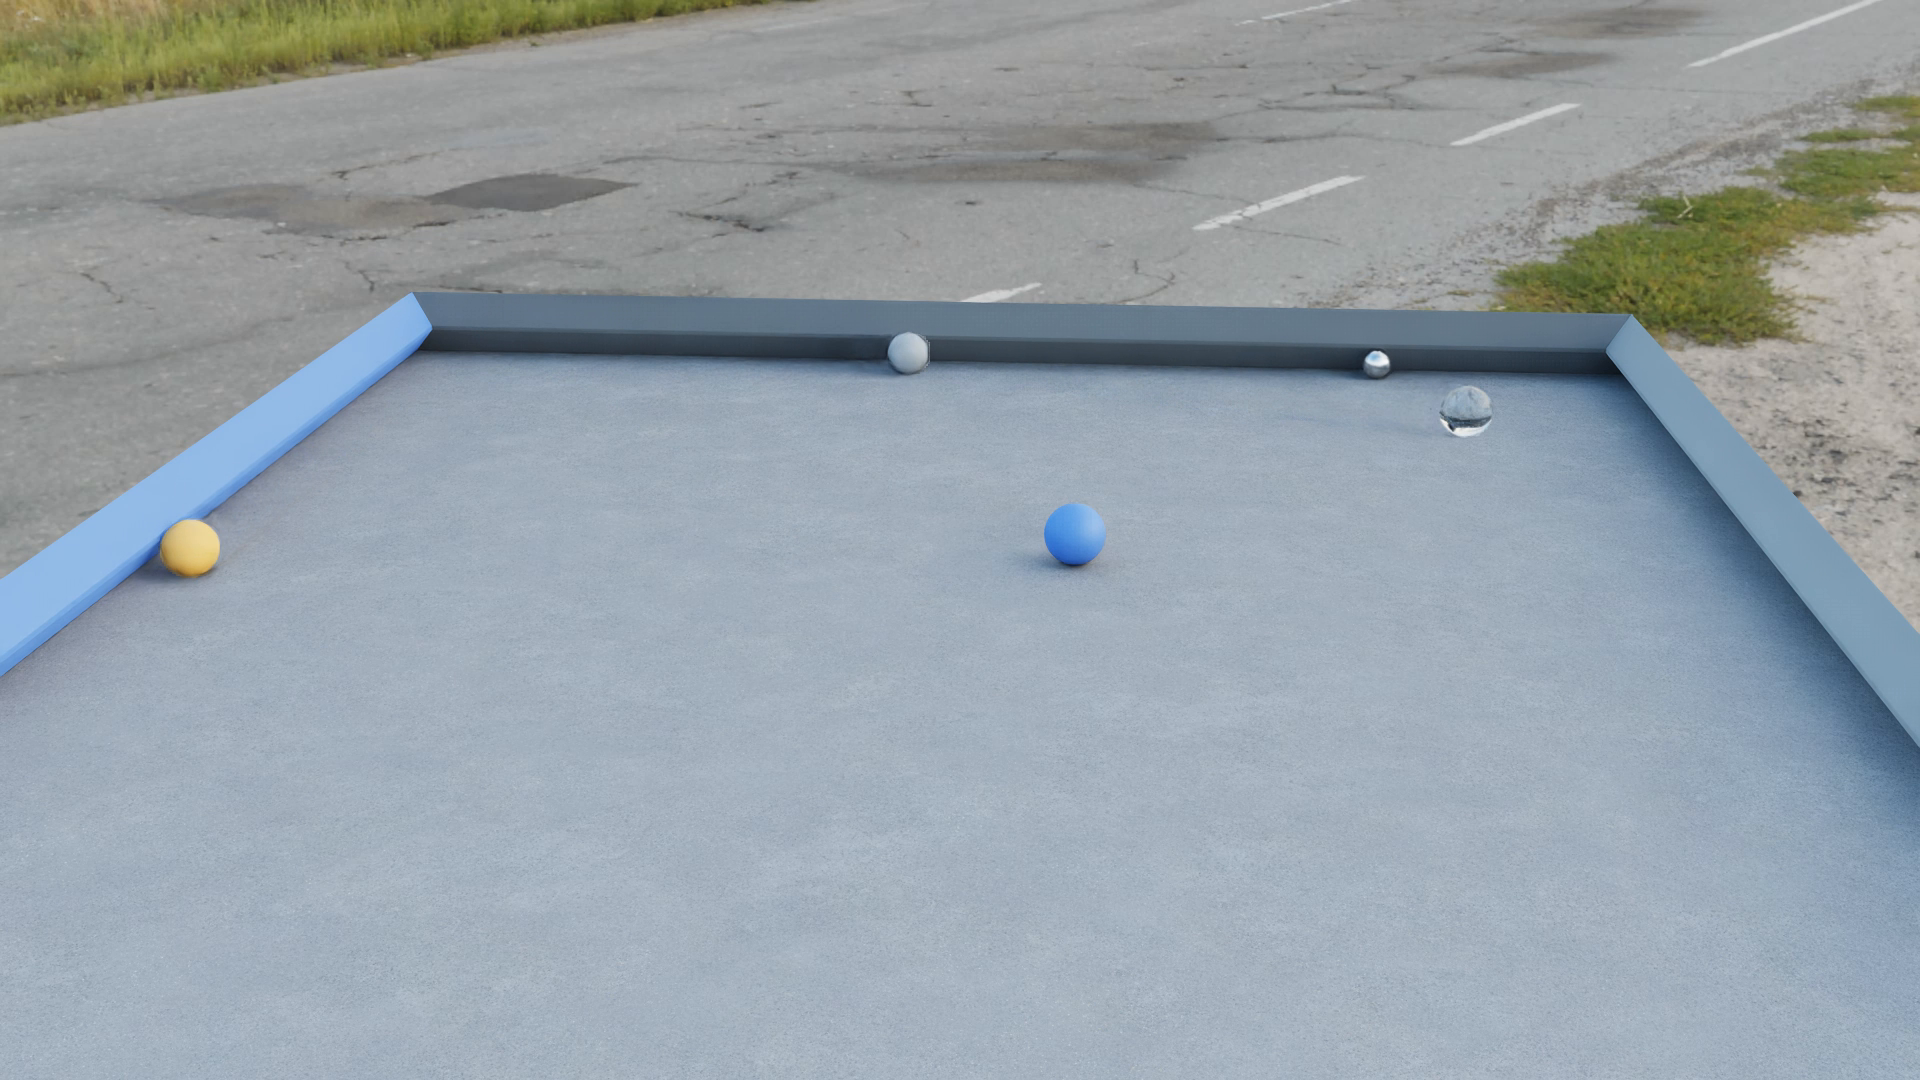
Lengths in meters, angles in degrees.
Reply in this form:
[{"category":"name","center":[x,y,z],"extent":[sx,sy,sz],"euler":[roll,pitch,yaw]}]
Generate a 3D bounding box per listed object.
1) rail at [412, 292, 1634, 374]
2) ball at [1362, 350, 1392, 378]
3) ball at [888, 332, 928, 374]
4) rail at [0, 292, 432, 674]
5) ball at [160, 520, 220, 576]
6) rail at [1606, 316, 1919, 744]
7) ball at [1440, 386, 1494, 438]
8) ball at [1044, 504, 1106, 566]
[{"category":"rail","center":[0.077,-0.329,3.543],"extent":[1.974,0.097,0.045],"euler":[2,19,4]},{"category":"ball","center":[0.659,-0.278,3.477],"extent":[0.046,0.046,0.046],"euler":[0,19,0]},{"category":"ball","center":[-0.083,-0.298,3.505],"extent":[0.065,0.065,0.065],"euler":[0,19,0]},{"category":"rail","center":[-1.039,0.279,1.790],"extent":[0.045,0.097,3.926],"euler":[2,19,4]},{"category":"ball","center":[-0.916,0.009,2.616],"extent":[0.067,0.067,0.067],"euler":[0,19,0]},{"category":"rail","center":[0.881,0.330,1.643],"extent":[0.045,0.097,3.926],"euler":[2,19,4]},{"category":"ball","center":[0.729,-0.184,3.164],"extent":[0.074,0.074,0.074],"euler":[0,19,0]},{"category":"ball","center":[0.139,-0.007,2.652],"extent":[0.075,0.075,0.075],"euler":[0,19,0]}]
